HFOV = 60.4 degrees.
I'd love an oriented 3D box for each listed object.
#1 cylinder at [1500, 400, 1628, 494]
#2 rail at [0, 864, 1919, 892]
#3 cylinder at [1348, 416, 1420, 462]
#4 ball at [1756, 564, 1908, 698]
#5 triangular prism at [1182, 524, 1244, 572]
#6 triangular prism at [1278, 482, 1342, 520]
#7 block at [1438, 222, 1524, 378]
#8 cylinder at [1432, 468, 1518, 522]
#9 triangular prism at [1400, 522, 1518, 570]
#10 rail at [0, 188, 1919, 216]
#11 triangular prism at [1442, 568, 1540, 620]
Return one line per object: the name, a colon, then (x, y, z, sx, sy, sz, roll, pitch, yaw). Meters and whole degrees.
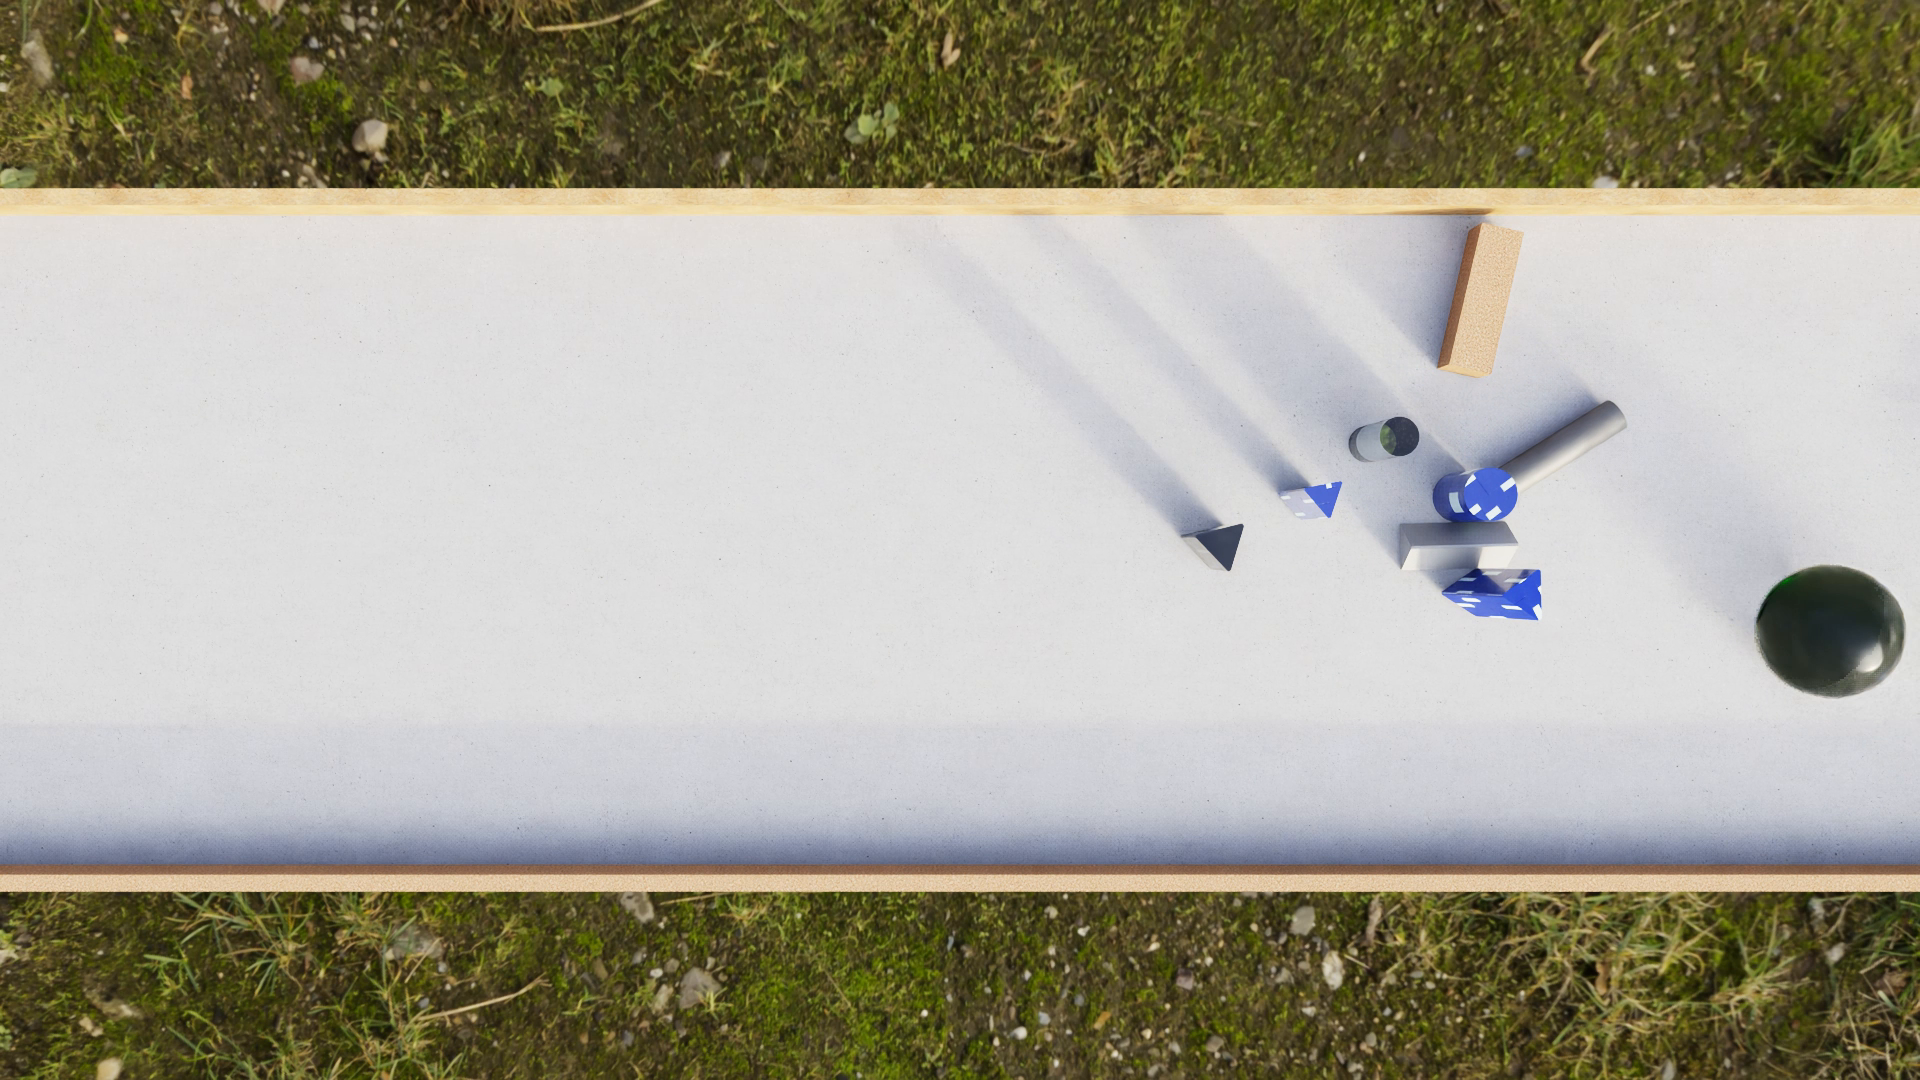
cylinder: (1.819, -0.270, 5.025, 0.424, 0.102, 0.102, -32, 90, 0)
rail: (-2.247, 1.025, 5.001, 12.000, 0.150, 0.050, 0, 90, 0)
cylinder: (1.252, -0.295, 4.887, 0.113, 0.378, 0.113, 0, 90, 0)
ball: (2.573, 0.271, 4.878, 0.397, 0.397, 0.397, 0, 90, 0)
triangular prism: (0.771, -0.003, 4.912, 0.122, 0.329, 0.141, -44, 90, 0)
triangular prism: (1.050, -0.135, 4.882, 0.094, 0.389, 0.109, -41, 90, 0)
block: (1.580, -0.725, 5.012, 0.130, 0.130, 0.437, 13, 90, 0)
cylinder: (1.531, -0.132, 4.915, 0.155, 0.322, 0.155, 0, 90, 0)
triangular prism: (1.516, 0.018, 5.013, 0.324, 0.120, 0.139, -2, 90, 0)
rail: (-2.247, -1.025, 5.002, 12.000, 0.150, 0.050, 0, 90, 0)
triangular prism: (1.605, 0.142, 4.917, 0.145, 0.313, 0.126, 30, 81, -14)
